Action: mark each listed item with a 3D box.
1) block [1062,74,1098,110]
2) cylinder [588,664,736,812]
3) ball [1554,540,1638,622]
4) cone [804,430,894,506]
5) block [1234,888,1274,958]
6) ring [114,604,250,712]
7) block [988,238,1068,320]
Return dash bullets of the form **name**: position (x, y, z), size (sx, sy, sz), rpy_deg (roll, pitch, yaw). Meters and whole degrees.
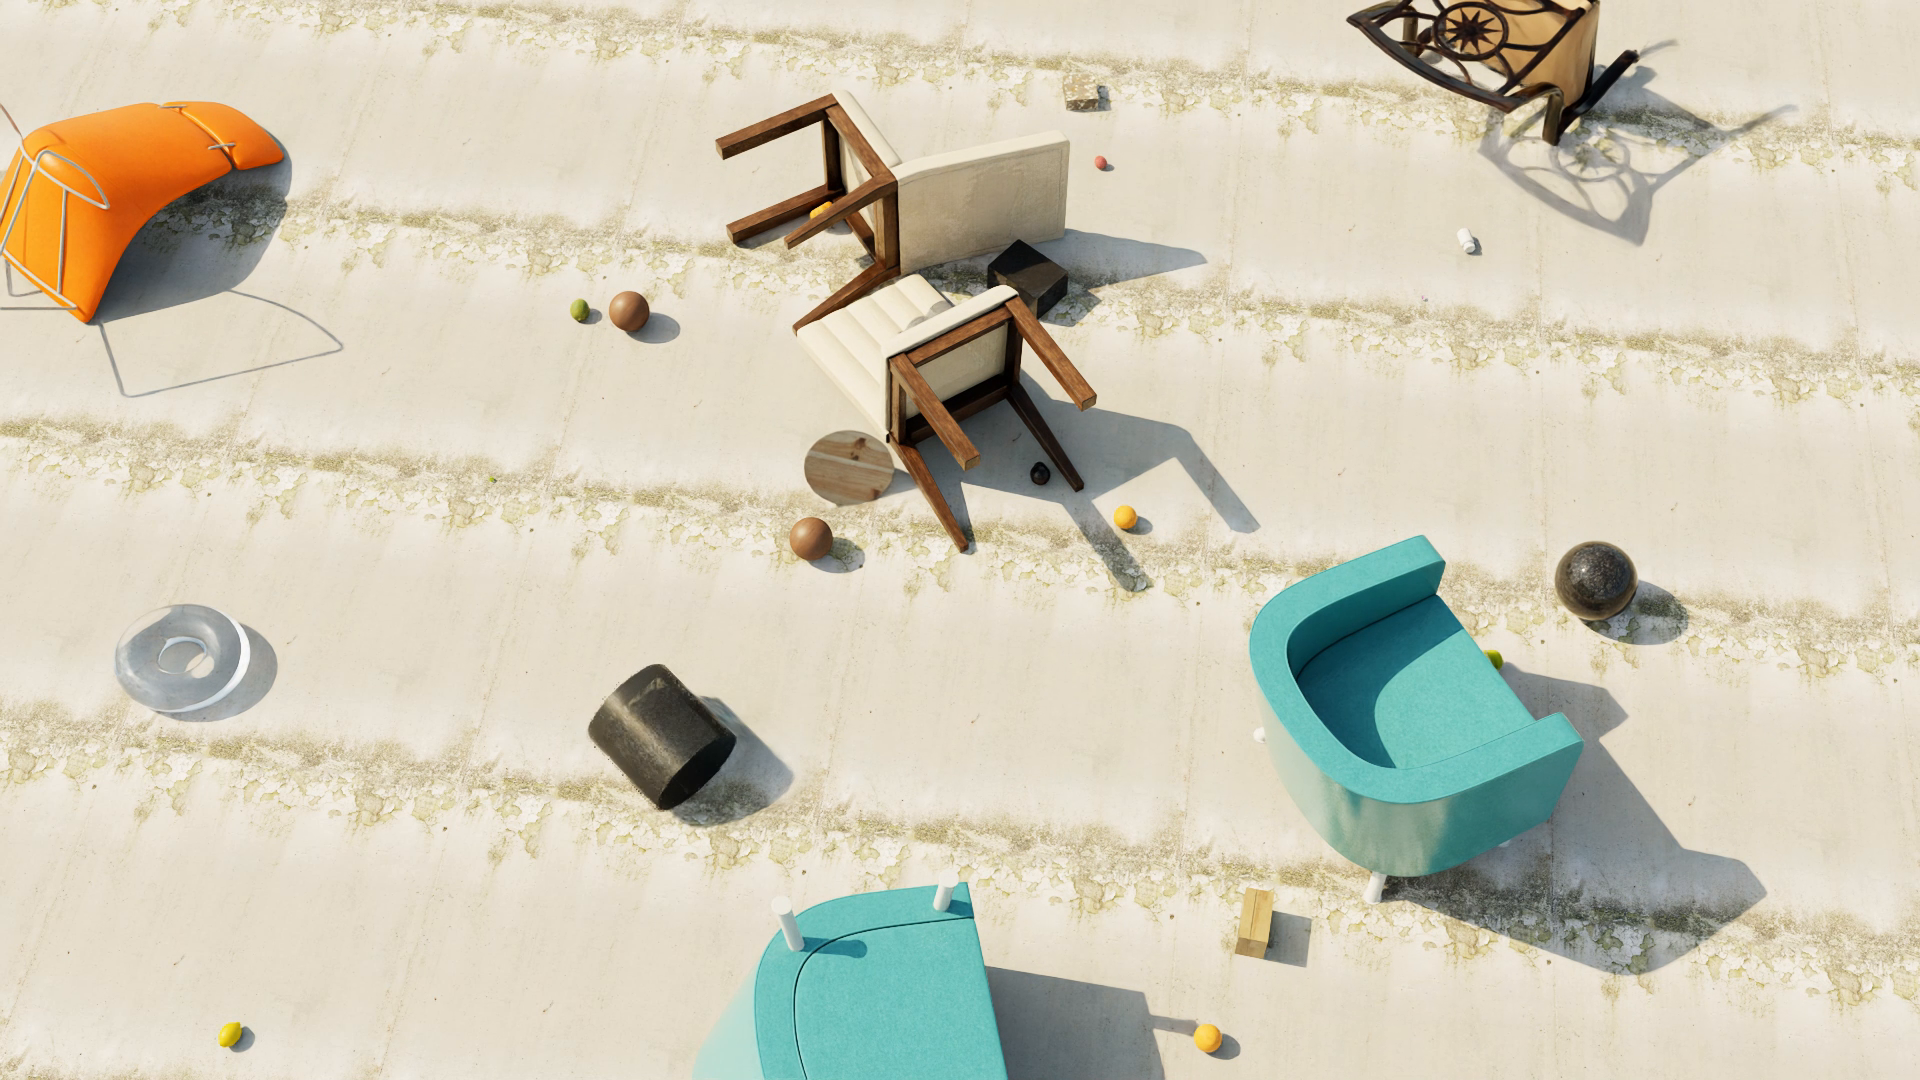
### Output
- **block**: position (0.414, -1.544, 7.581), size (0.109, 0.049, 0.119), rpy_deg (-4, 56, -3)
- **cylinder**: position (-0.826, 0.544, 6.090), size (0.289, 0.191, 0.308), rpy_deg (-44, 66, -9)
- **ball**: position (1.838, 0.117, 6.354), size (0.234, 0.234, 0.234), rpy_deg (0, 56, 0)
- **cone**: position (-0.360, -0.257, 6.681), size (0.280, 0.239, 0.209), rpy_deg (14, 19, -21)
- **block**: position (0.781, 1.015, 5.827), size (0.076, 0.109, 0.145), rpy_deg (10, 57, 7)
- **ring**: position (-2.227, 0.335, 6.291), size (0.394, 0.099, 0.348), rpy_deg (11, 58, 8)
- **block**: position (0.217, -0.836, 7.068), size (0.209, 0.111, 0.153), rpy_deg (36, 63, 22)
